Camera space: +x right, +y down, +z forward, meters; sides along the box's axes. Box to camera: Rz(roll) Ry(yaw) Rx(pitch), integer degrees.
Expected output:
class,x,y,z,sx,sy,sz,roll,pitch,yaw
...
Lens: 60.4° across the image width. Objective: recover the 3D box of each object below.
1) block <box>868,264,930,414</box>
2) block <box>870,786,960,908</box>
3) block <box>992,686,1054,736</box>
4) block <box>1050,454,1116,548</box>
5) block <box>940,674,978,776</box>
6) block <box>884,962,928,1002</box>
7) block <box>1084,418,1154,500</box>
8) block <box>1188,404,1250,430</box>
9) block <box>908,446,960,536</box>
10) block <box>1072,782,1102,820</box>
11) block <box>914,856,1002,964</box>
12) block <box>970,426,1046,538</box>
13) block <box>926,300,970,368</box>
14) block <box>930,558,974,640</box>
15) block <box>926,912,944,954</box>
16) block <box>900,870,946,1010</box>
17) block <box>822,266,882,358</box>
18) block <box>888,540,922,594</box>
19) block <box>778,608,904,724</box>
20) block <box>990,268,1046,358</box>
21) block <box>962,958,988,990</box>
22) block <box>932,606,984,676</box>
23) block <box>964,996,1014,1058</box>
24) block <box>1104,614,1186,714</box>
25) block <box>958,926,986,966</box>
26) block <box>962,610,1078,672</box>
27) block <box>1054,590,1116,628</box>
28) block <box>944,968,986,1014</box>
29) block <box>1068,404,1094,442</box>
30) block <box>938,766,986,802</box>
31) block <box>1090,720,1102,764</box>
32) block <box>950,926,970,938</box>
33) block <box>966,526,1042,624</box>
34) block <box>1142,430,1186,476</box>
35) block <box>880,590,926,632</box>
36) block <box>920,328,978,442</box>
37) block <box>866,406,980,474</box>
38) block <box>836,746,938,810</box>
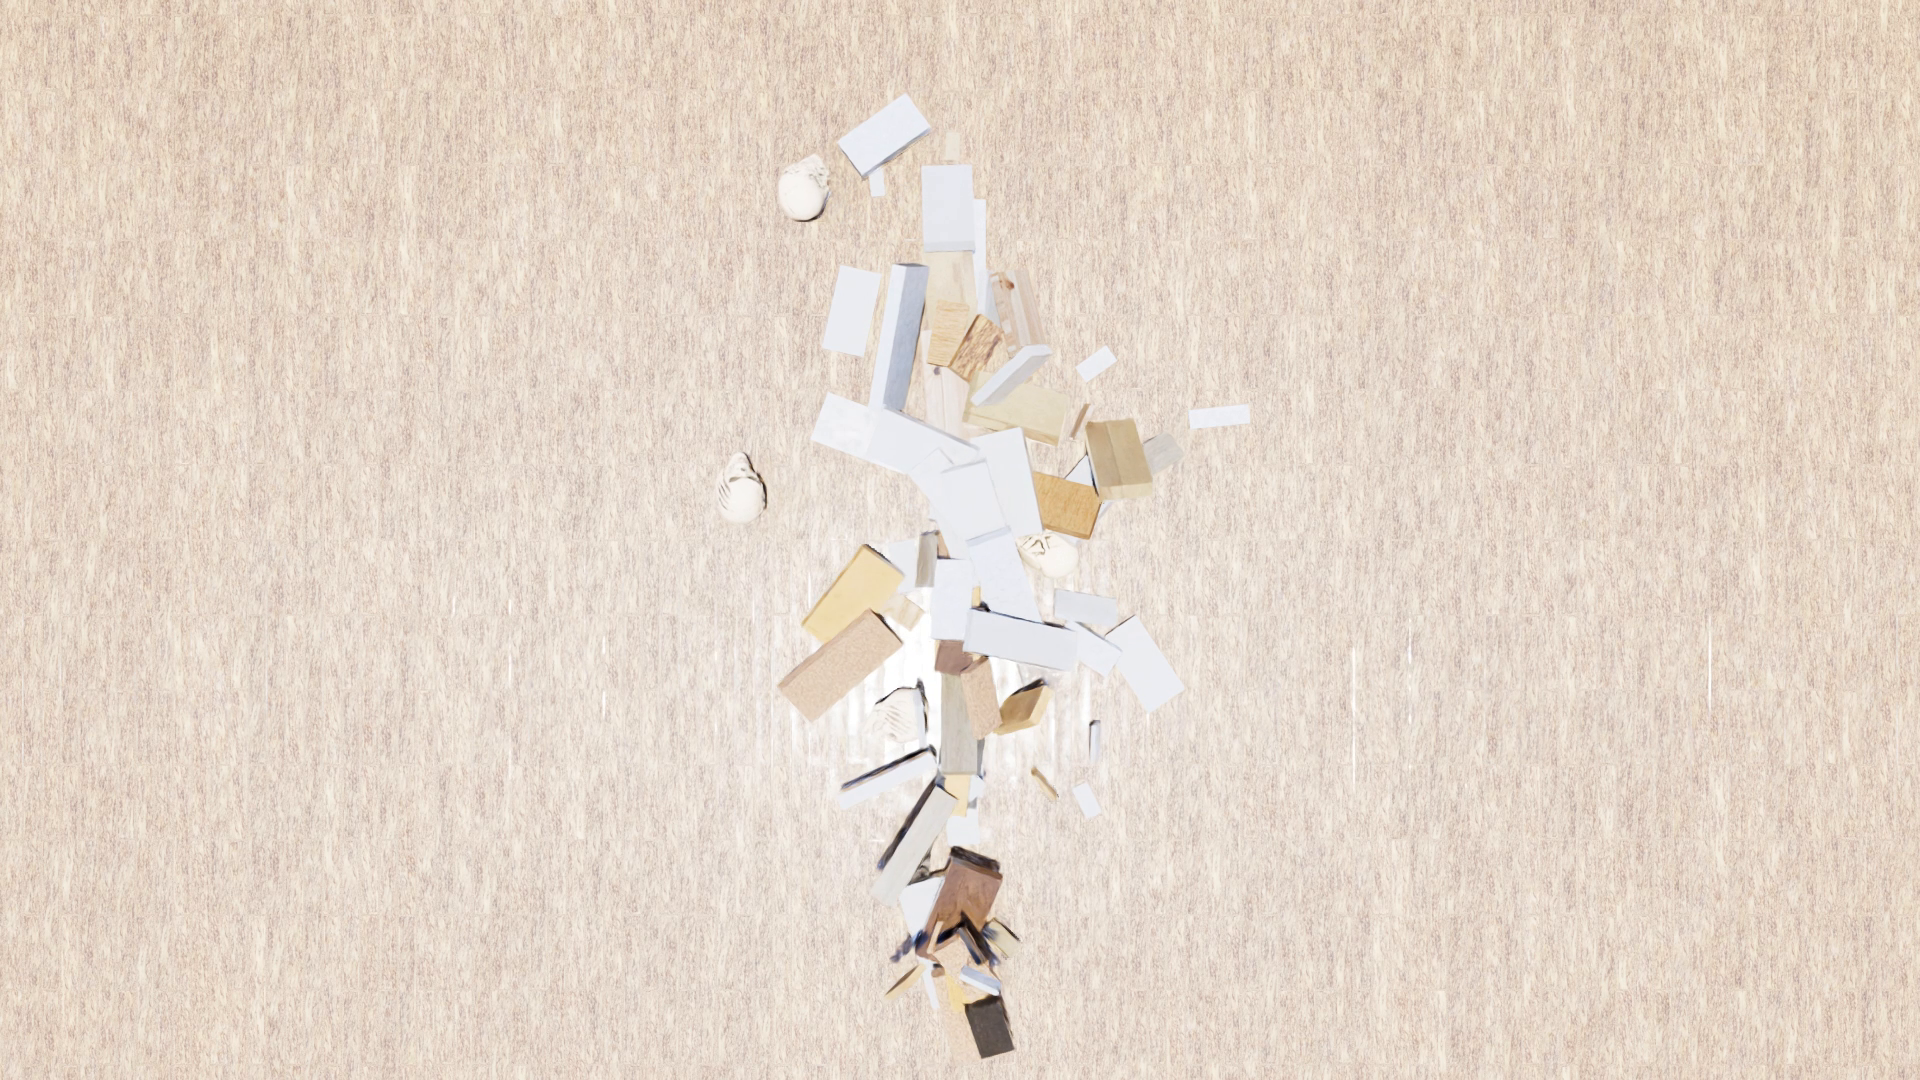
class,x,y,z,sx,sy,sz,roll,pitch,yaw
block,-0.198,-0.655,5.352,0.049,0.172,0.477,17,106,22
block,-0.144,0.972,5.229,0.086,0.024,0.394,31,81,11
block,0.200,0.556,5.357,0.036,0.257,0.128,35,63,-16
block,0.416,-0.149,5.414,0.166,0.047,0.332,36,76,19
block,-0.003,0.544,5.341,0.115,0.033,0.449,0,61,0
block,-0.170,1.370,5.103,0.024,0.172,0.086,45,46,4
block,0.506,-0.264,5.303,0.167,0.434,0.047,-5,122,0
block,0.862,-0.410,5.491,0.200,0.018,0.063,-6,90,0
block,-0.034,-0.157,5.287,0.131,0.037,0.261,-38,97,16
block,0.422,0.867,5.492,0.056,0.016,0.112,-27,90,0
block,-0.006,1.220,5.372,0.174,0.049,0.348,21,103,-3
block,0.153,-0.177,5.317,0.172,0.049,0.344,-12,88,13
block,-0.040,-0.669,5.374,0.105,0.030,0.210,11,87,1
block,-0.027,0.191,5.280,0.128,0.036,0.256,3,80,0
block,-0.081,1.272,5.331,0.017,0.059,0.119,18,103,-2
block,-0.066,1.323,5.457,0.174,0.049,0.425,-16,95,0
block,-0.358,-0.758,5.480,0.140,0.040,0.281,13,90,0
block,-0.182,0.089,5.473,0.085,0.024,0.169,-11,80,1
block,-0.393,0.414,5.434,0.400,0.048,0.169,-40,118,2
block,0.193,-0.748,5.439,0.140,0.040,0.281,-14,90,-40
block,0.049,1.379,5.234,0.063,0.018,0.126,5,124,-6
block,-0.004,0.320,5.292,0.115,0.033,0.230,13,76,3
block,0.096,1.588,5.373,0.113,0.032,0.227,-16,120,1
block,0.604,0.411,5.479,0.147,0.042,0.293,-34,90,0
block,0.037,1.274,5.176,0.018,0.063,0.126,-34,73,6
block,0.199,0.328,5.313,0.404,0.037,0.131,13,76,-28
block,0.413,0.226,5.443,0.206,0.103,0.029,10,133,-5
block,0.013,1.413,5.322,0.113,0.032,0.227,-10,110,-2
block,0.403,-0.391,5.467,0.018,0.063,0.126,24,90,-16
block,0.007,0.762,5.309,0.077,0.022,0.154,-42,80,-10
block,0.449,0.671,5.457,0.016,0.056,0.133,7,104,23
block,-0.009,1.315,5.353,0.059,0.017,0.119,12,103,6
block,0.156,0.176,5.322,0.147,0.042,0.464,-20,122,0
block,0.636,-0.273,5.427,0.206,0.029,0.103,-30,81,-31
block,-0.206,0.225,5.488,0.169,0.024,0.085,37,90,0
block,-0.028,-0.414,5.398,0.166,0.047,0.550,-4,87,0
block,-0.120,-0.286,5.318,0.334,0.047,0.167,25,109,5
block,-0.238,0.780,5.415,0.338,0.169,0.048,-25,91,0
